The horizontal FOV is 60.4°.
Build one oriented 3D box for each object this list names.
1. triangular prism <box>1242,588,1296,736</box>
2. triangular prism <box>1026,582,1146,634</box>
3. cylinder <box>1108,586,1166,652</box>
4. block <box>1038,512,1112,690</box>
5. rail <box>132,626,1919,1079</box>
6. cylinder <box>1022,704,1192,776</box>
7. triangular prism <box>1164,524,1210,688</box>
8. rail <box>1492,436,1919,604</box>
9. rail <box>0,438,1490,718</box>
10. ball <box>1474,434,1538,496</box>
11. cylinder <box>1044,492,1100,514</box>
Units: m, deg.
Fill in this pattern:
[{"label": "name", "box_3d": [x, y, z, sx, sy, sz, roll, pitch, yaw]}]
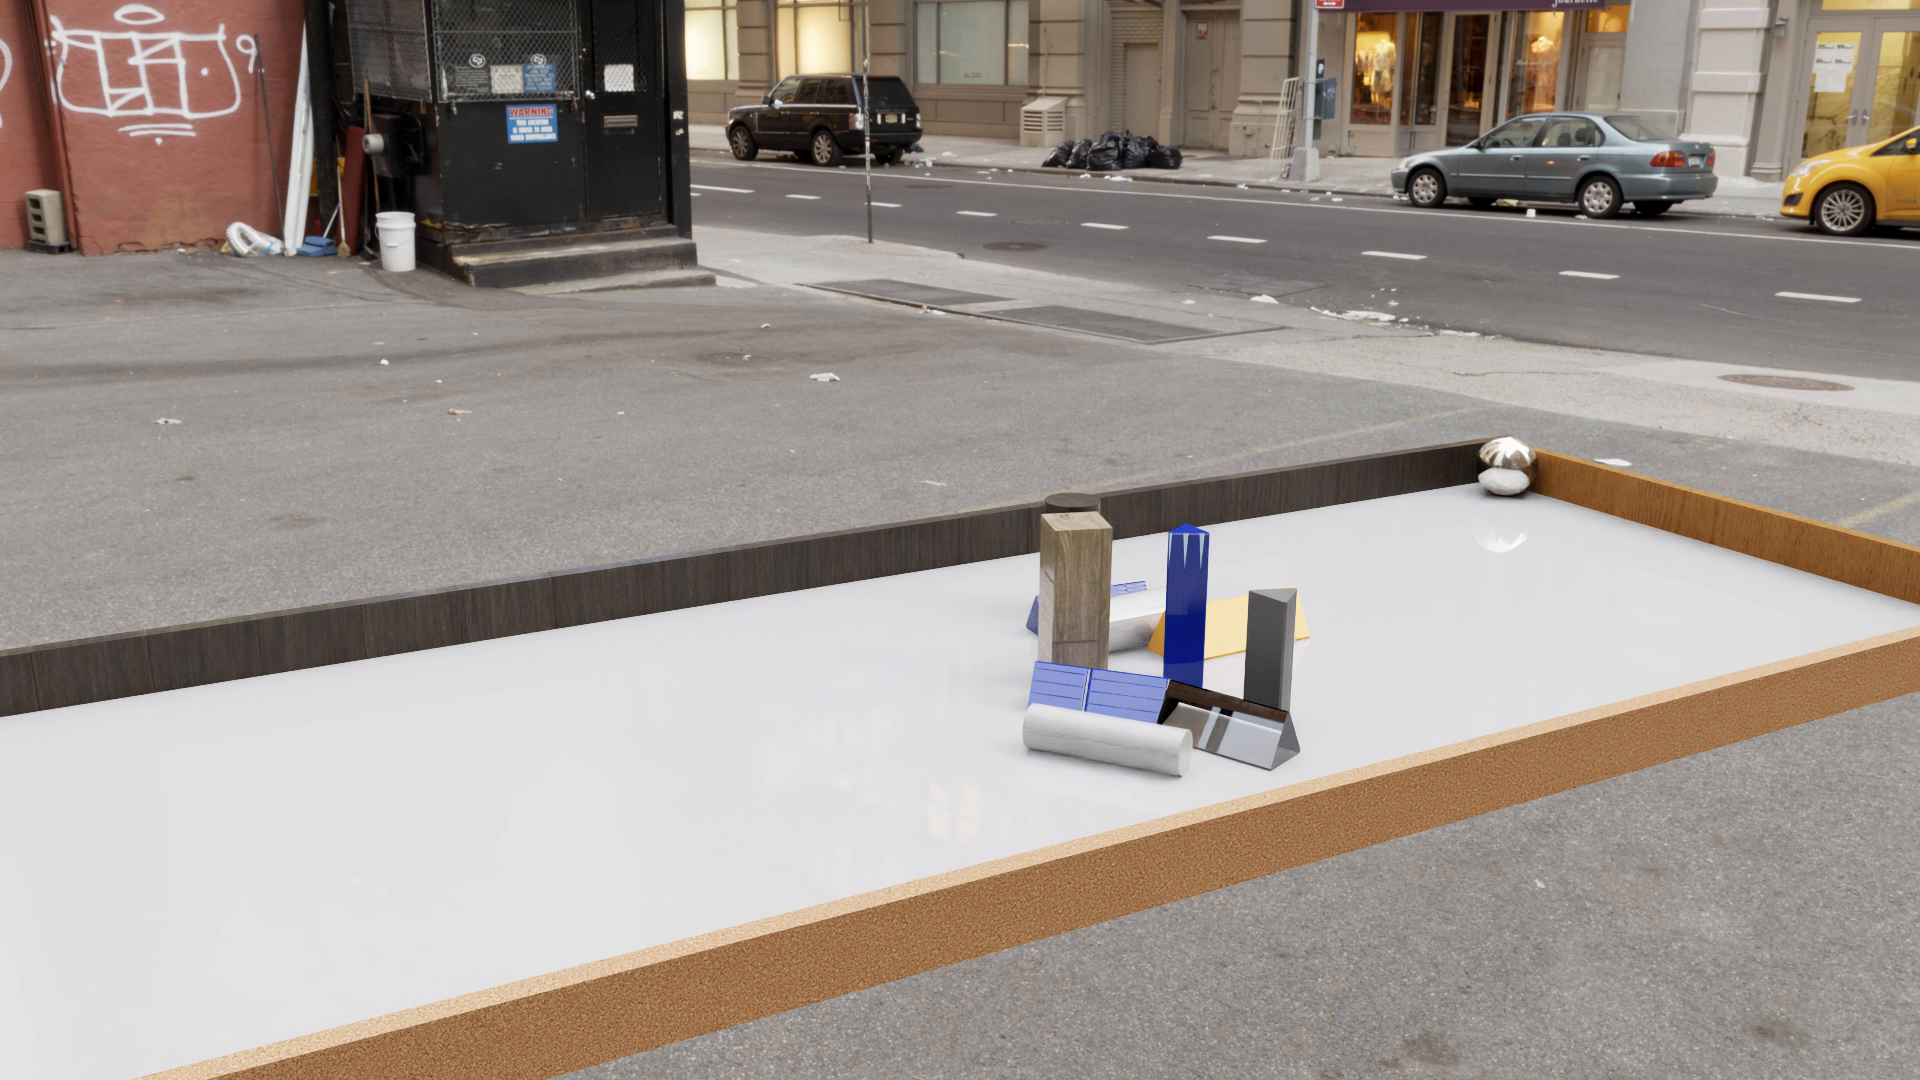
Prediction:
[{"label": "triangular prism", "box_3d": [0.739, 0.277, 3.832, 0.098, 0.328, 0.113, -12, 20, -36]}, {"label": "triangular prism", "box_3d": [0.359, 0.184, 4.531, 0.334, 0.107, 0.123, -7, 18, -22]}, {"label": "cylinder", "box_3d": [0.448, 0.214, 4.378, 0.367, 0.141, 0.141, -10, 19, -30]}, {"label": "block", "box_3d": [0.284, 0.150, 4.109, 0.145, 0.412, 0.145, -3, 18, -10]}, {"label": "rail", "box_3d": [-2.336, 1.006, 1.665, 12.000, 0.150, 0.050, -9, 18, -27]}, {"label": "cylinder", "box_3d": [0.327, 0.442, 3.671, 0.365, 0.102, 0.102, 8, 18, 24]}, {"label": "triangular prism", "box_3d": [0.557, 0.163, 4.089, 0.098, 0.401, 0.085, 1, 16, 3]}, {"label": "rail", "box_3d": [2.466, -0.048, 5.253, 0.050, 0.150, 2.100, -9, 18, -27]}, {"label": "rail", "box_3d": [-3.305, 0.497, 3.399, 12.000, 0.150, 0.050, -9, 18, -27]}, {"label": "ball", "box_3d": [1.949, -0.267, 5.882, 0.216, 0.216, 0.216, 0, 16, 0]}, {"label": "cylinder", "box_3d": [0.313, 0.044, 4.629, 0.156, 0.325, 0.156, 0, 16, 0]}]
